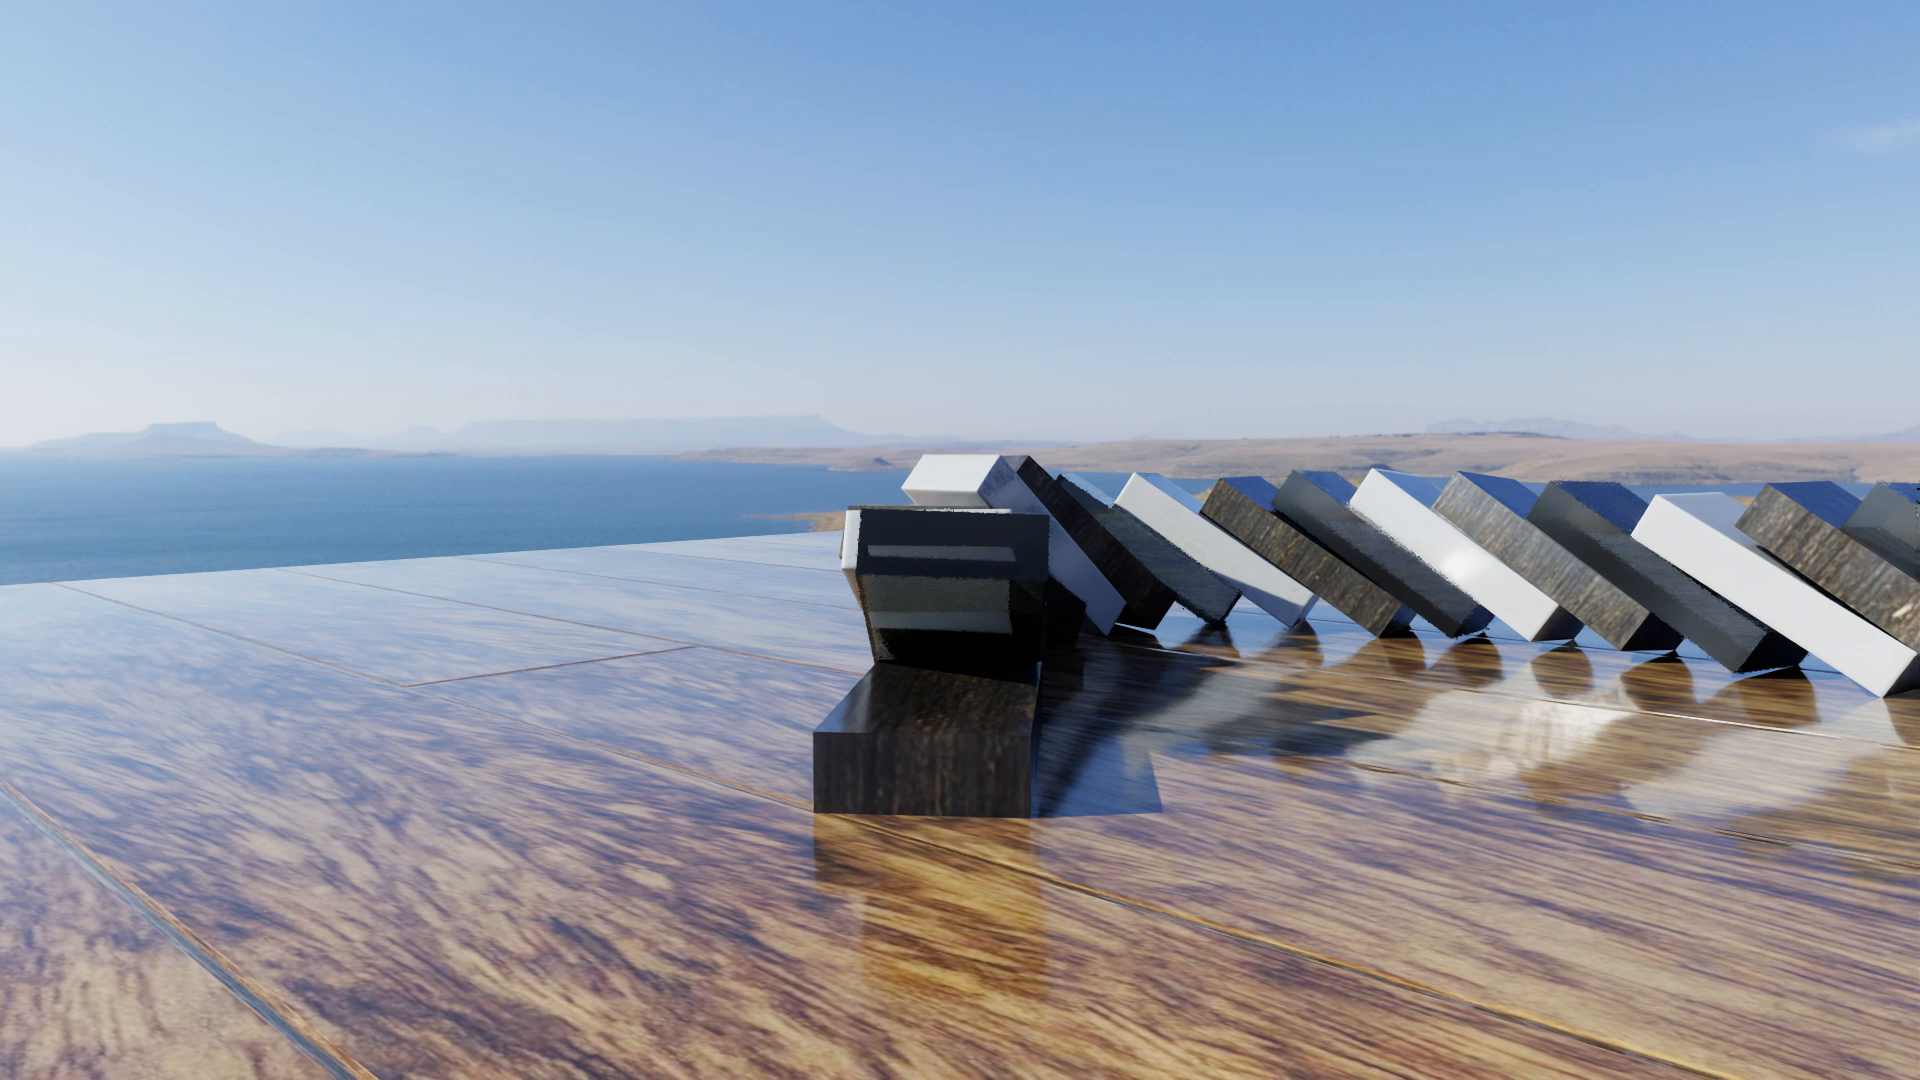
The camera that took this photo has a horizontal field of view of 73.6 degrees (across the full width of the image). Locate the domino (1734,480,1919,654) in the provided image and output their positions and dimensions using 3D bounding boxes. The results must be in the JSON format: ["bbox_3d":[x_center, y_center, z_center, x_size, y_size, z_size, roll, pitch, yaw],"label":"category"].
[{"bbox_3d":[0.164,0.008,0.221,0.025,0.010,0.050,-3,38,-34],"label":"domino"}]

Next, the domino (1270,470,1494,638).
[{"bbox_3d":[0.098,0.002,0.293,0.050,0.010,0.025,42,25,29],"label":"domino"}]

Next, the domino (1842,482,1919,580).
[{"bbox_3d":[0.174,0.009,0.208,0.025,0.010,0.050,-1,37,-31],"label":"domino"}]

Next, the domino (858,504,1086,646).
[{"bbox_3d":[0.002,0.008,0.261,0.025,0.009,0.050,3,-21,37],"label":"domino"}]

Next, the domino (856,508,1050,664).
[{"bbox_3d":[-0.001,0.011,0.191,0.025,0.009,0.050,2,-25,1],"label":"domino"}]

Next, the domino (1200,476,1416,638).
[{"bbox_3d":[0.083,0.003,0.301,0.050,0.010,0.025,39,23,26],"label":"domino"}]

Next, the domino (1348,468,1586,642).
[{"bbox_3d":[0.113,0.003,0.284,0.025,0.009,0.050,3,34,-45],"label":"domino"}]

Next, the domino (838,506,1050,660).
[{"bbox_3d":[-0.001,0.009,0.235,0.025,0.009,0.050,1,-24,17],"label":"domino"}]

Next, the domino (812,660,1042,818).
[{"bbox_3d":[-0.002,0.025,0.171,0.025,0.010,0.050,0,4,5],"label":"domino"}]

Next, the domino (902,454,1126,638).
[{"bbox_3d":[0.012,0.001,0.280,0.025,0.010,0.050,5,-35,50],"label":"domino"}]

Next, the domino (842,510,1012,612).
[{"bbox_3d":[-0.002,0.010,0.213,0.025,0.010,0.050,0,-25,7],"label":"domino"}]

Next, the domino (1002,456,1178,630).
[{"bbox_3d":[0.024,0.001,0.293,0.050,0.010,0.025,42,-15,-21],"label":"domino"}]

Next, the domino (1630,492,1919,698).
[{"bbox_3d":[0.154,0.008,0.237,0.025,0.010,0.050,-3,35,-34],"label":"domino"}]

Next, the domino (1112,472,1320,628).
[{"bbox_3d":[0.063,0.002,0.308,0.050,0.009,0.025,36,15,17],"label":"domino"}]

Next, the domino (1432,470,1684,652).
[{"bbox_3d":[0.128,0.004,0.271,0.025,0.009,0.050,3,33,-39],"label":"domino"}]

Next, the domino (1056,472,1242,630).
[{"bbox_3d":[0.044,0.002,0.308,0.050,0.010,0.025,34,10,8],"label":"domino"}]

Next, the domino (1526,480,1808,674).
[{"bbox_3d":[0.141,0.006,0.255,0.025,0.010,0.050,-1,36,-34],"label":"domino"}]
